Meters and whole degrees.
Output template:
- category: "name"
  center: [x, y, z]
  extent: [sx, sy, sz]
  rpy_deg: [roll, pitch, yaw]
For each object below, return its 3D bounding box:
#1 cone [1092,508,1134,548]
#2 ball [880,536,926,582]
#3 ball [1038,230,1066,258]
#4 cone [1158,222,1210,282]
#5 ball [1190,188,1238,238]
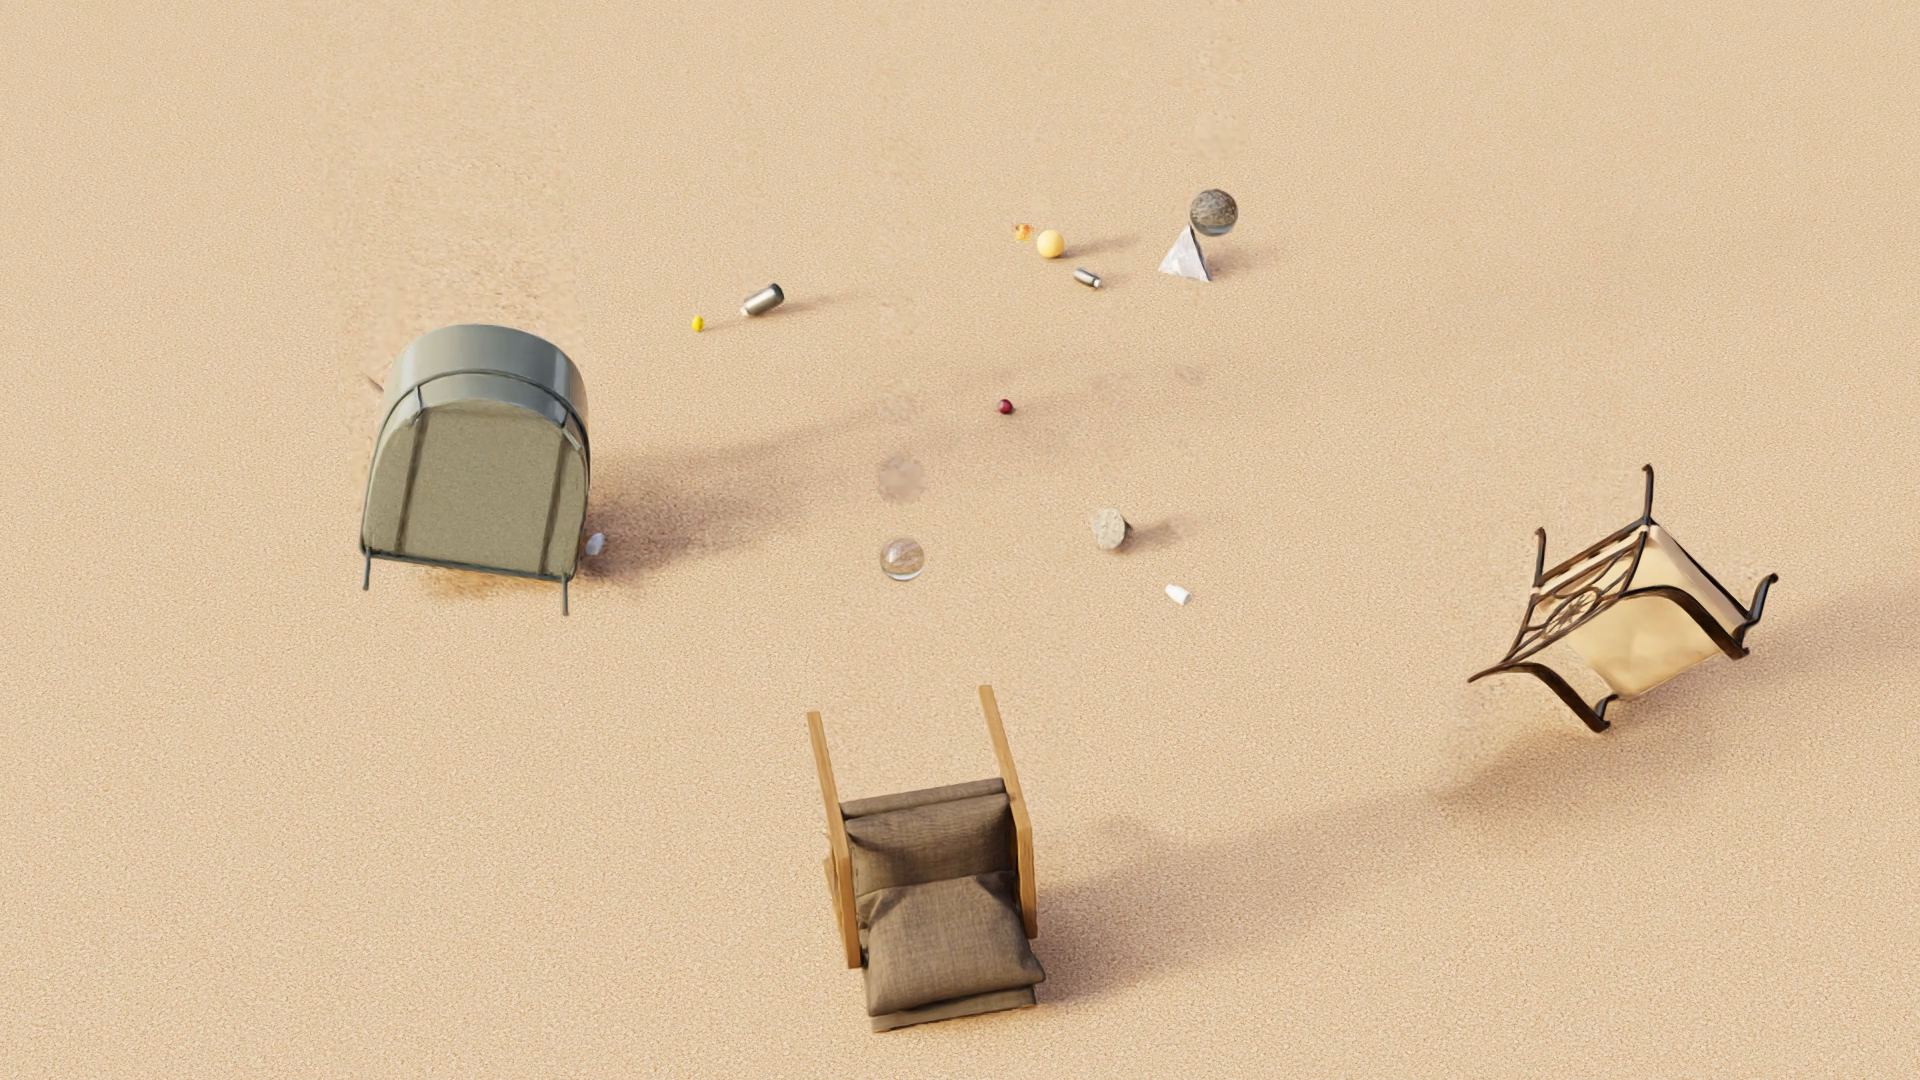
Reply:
- category: "cone"
  center: [0.602, -0.040, 10.945]
  extent: [0.151, 0.147, 0.159]
  rpy_deg: [4, 48, -48]
- category: "ball"
  center: [-0.205, 0.068, 10.437]
  extent: [0.163, 0.163, 0.163]
  rpy_deg: [0, 33, 0]
- category: "ball"
  center: [0.398, -1.291, 12.792]
  extent: [0.122, 0.122, 0.122]
  rpy_deg: [0, 33, 0]
- category: "cone"
  center: [0.945, -1.205, 12.687]
  extent: [0.203, 0.124, 0.307]
  rpy_deg: [-23, 67, 16]
- category: "ball"
  center: [1.008, -1.298, 11.625]
  extent: [0.193, 0.193, 0.193]
  rpy_deg: [0, 33, 0]
